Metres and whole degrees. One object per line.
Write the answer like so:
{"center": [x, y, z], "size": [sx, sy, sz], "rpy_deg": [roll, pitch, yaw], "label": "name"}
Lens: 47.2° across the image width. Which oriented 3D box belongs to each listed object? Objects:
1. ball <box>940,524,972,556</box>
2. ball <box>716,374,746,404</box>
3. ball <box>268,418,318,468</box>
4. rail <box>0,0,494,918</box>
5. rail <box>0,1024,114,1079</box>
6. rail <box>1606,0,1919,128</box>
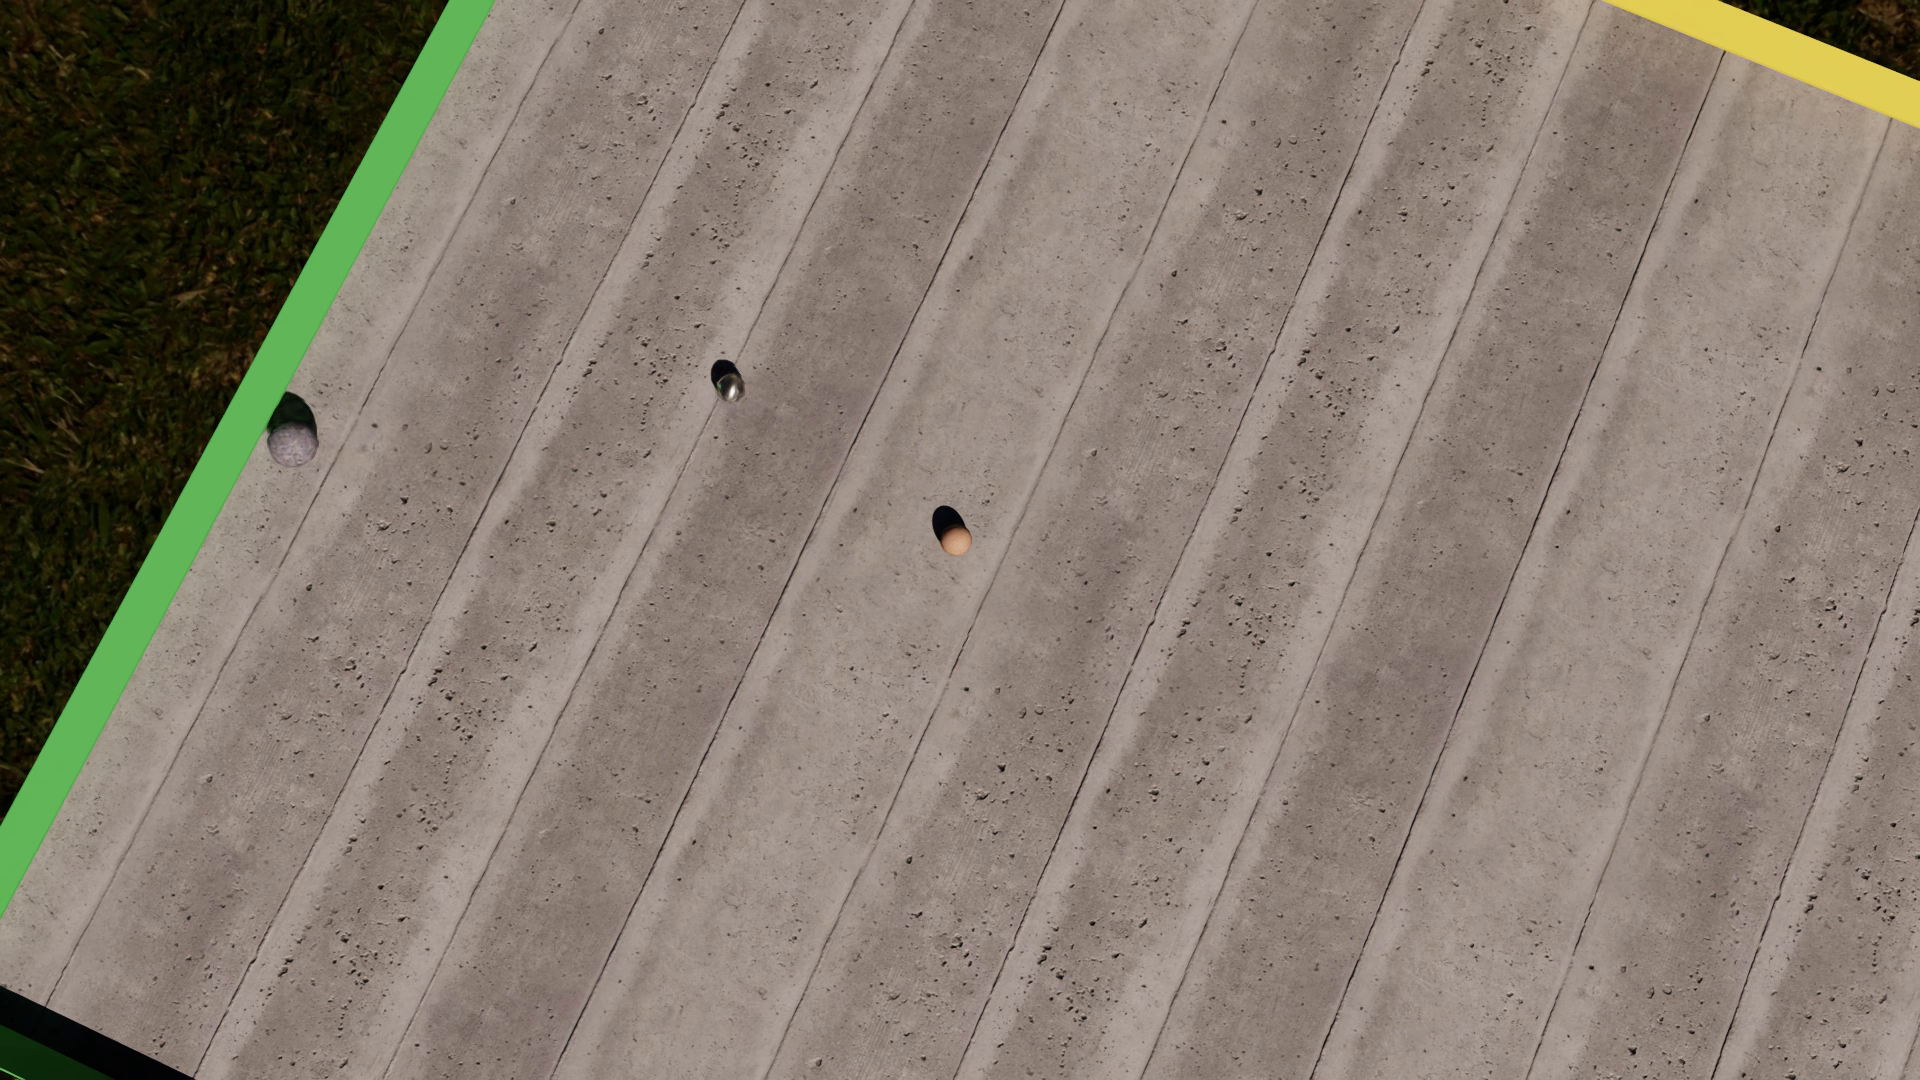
{"center": [-0.006, 0.000, 3.326], "size": [0.048, 0.048, 0.048], "rpy_deg": [0, 77, 0], "label": "ball"}
{"center": [-0.352, -0.233, 3.380], "size": [0.045, 0.045, 0.045], "rpy_deg": [0, 77, 0], "label": "ball"}
{"center": [-1.015, -0.147, 3.346], "size": [0.075, 0.075, 0.075], "rpy_deg": [0, 77, 0], "label": "ball"}
{"center": [-0.962, -0.428, 3.396], "size": [0.045, 0.097, 2.524], "rpy_deg": [24, 78, 5], "label": "rail"}
{"center": [0.475, 1.527, 2.956], "size": [4.313, 0.097, 0.045], "rpy_deg": [24, 78, 5], "label": "rail"}
{"center": [1.491, -0.676, 3.452], "size": [4.313, 0.097, 0.045], "rpy_deg": [24, 78, 5], "label": "rail"}
